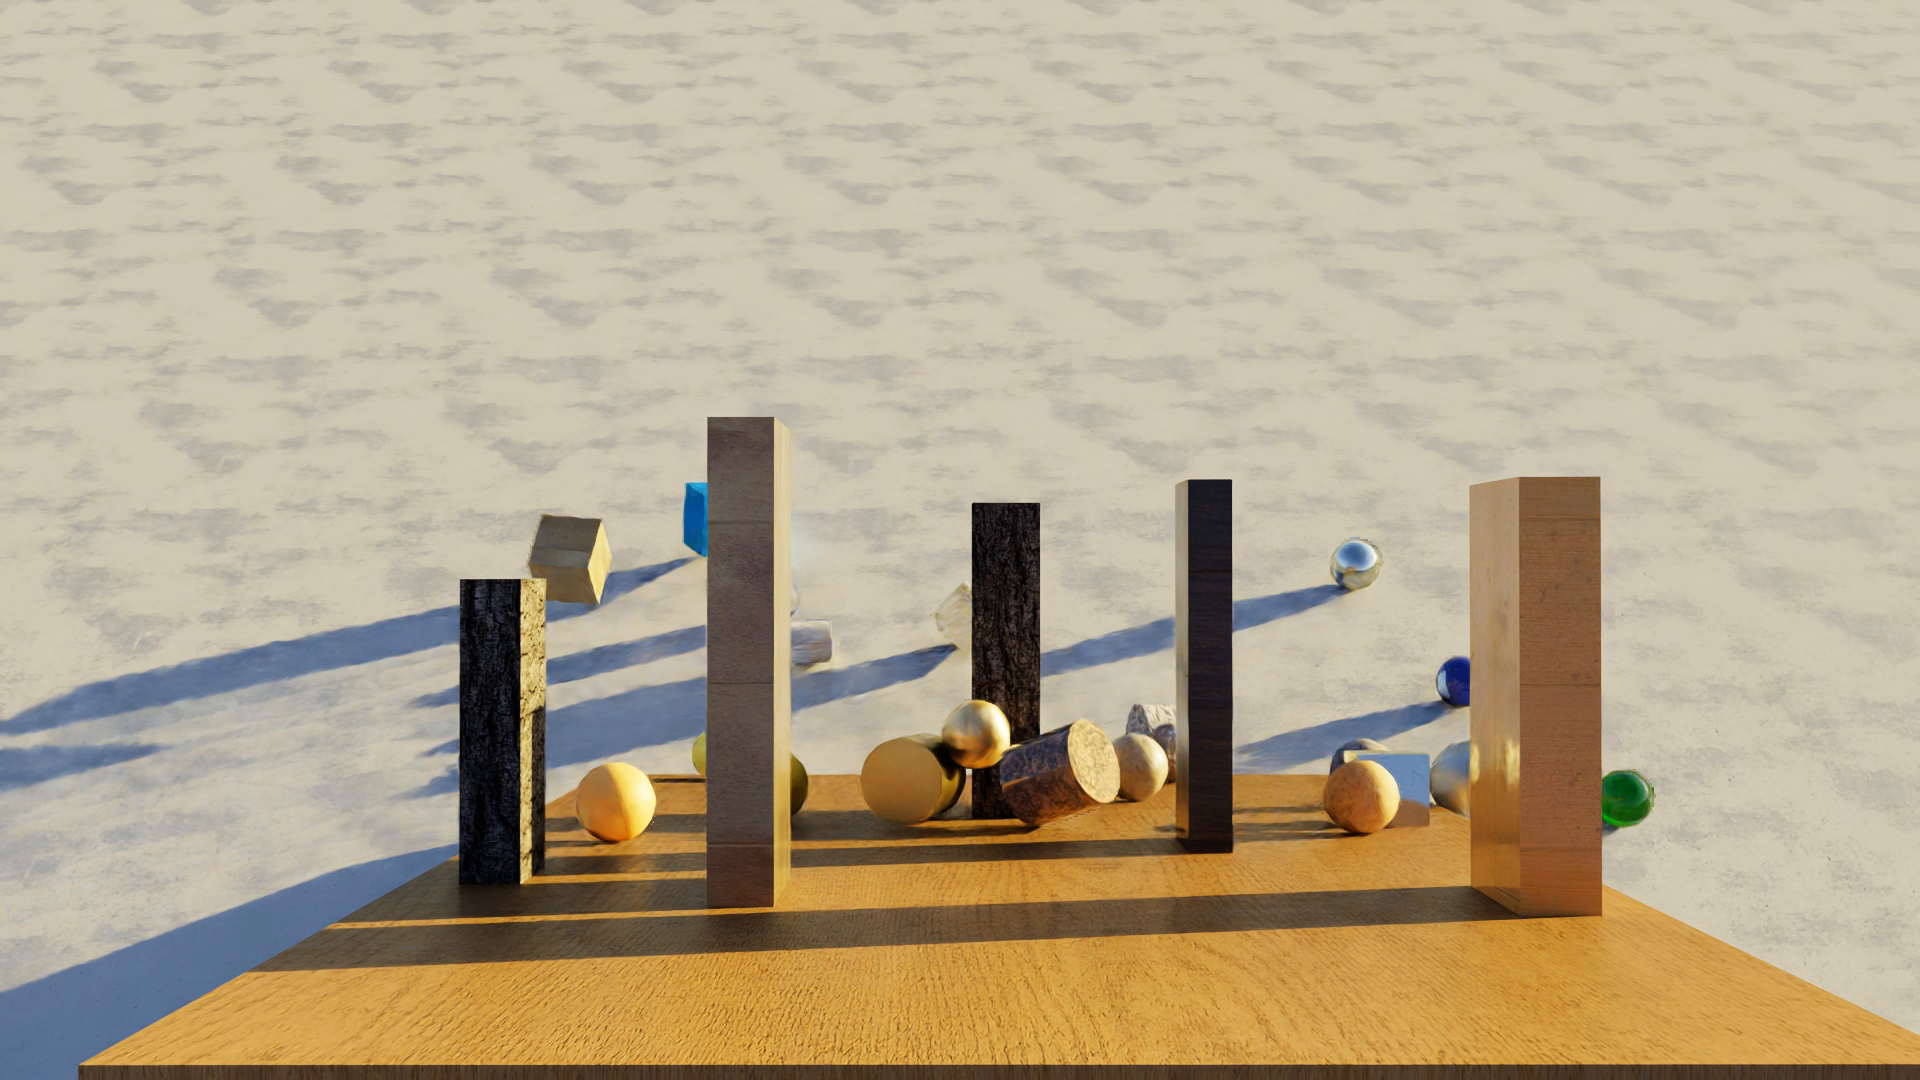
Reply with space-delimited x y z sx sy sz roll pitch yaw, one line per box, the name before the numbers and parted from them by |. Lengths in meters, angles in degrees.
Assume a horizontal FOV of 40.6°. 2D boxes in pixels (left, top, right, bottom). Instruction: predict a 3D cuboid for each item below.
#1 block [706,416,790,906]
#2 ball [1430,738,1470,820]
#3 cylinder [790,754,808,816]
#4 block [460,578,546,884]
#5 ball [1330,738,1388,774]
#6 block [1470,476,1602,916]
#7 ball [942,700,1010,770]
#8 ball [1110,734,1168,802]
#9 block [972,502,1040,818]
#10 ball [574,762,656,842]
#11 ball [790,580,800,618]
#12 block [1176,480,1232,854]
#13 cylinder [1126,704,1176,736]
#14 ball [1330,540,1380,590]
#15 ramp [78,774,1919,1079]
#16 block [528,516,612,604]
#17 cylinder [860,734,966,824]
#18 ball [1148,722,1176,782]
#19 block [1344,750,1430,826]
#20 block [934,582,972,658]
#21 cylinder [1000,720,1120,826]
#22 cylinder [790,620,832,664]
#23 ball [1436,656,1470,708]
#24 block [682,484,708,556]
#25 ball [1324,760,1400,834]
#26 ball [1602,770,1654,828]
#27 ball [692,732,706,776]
block | -0.342 0.192 4.232 0.105 0.762 0.399 0 -1 0
ball | 1.162 0.548 5.879 0.195 0.195 0.195 0 32 0
cylinder | -0.417 0.517 5.428 0.146 0.146 0.146 17 7 25
block | -0.785 0.322 4.455 0.101 0.509 0.260 0 -1 0
ball | 0.897 0.518 5.763 0.151 0.151 0.151 0 32 0
block | 0.909 0.239 4.113 0.124 0.664 0.381 0 -1 0
ball | 0.034 0.407 5.425 0.144 0.144 0.144 0 32 0
ball | 0.398 0.519 5.919 0.154 0.154 0.154 0 32 0
block | 0.098 0.257 5.638 0.144 0.670 0.279 0 -1 0
ball | -0.666 0.506 5.006 0.155 0.155 0.155 0 32 0
ball | -0.528 0.170 7.453 0.134 0.134 0.134 0 32 0
block | 0.464 0.236 4.949 0.082 0.694 0.287 0 -1 0
cylinder | 0.549 0.521 6.799 0.179 0.179 0.179 2 31 -16
ball | 1.158 0.073 7.593 0.148 0.148 0.148 0 32 0
ramp | 0.072 0.630 4.726 2.000 0.100 4.000 0 -1 0
block | -1.095 0.056 7.281 0.171 0.171 0.171 4 53 7
cylinder | -0.097 0.500 5.441 0.178 0.178 0.178 10 2 16
ball | 0.532 0.528 6.450 0.150 0.150 0.150 0 32 0
block | 0.885 0.515 5.384 0.147 0.147 0.147 0 -1 -2
block | 0.024 0.226 7.301 0.129 0.129 0.129 39 11 -23
cylinder | 0.203 0.475 5.275 0.176 0.176 0.176 -24 19 33
cylinder | -0.428 0.288 7.264 0.118 0.118 0.118 -2 32 -10
ball | 1.374 0.389 7.098 0.142 0.142 0.142 0 32 0
block | -0.702 -0.062 7.677 0.181 0.181 0.181 -1 12 -24
ball | 0.798 0.511 5.155 0.149 0.149 0.149 0 32 0
ball | 1.703 0.664 6.654 0.149 0.149 0.149 0 32 0
ball | -0.611 0.540 6.532 0.130 0.130 0.130 0 32 0
